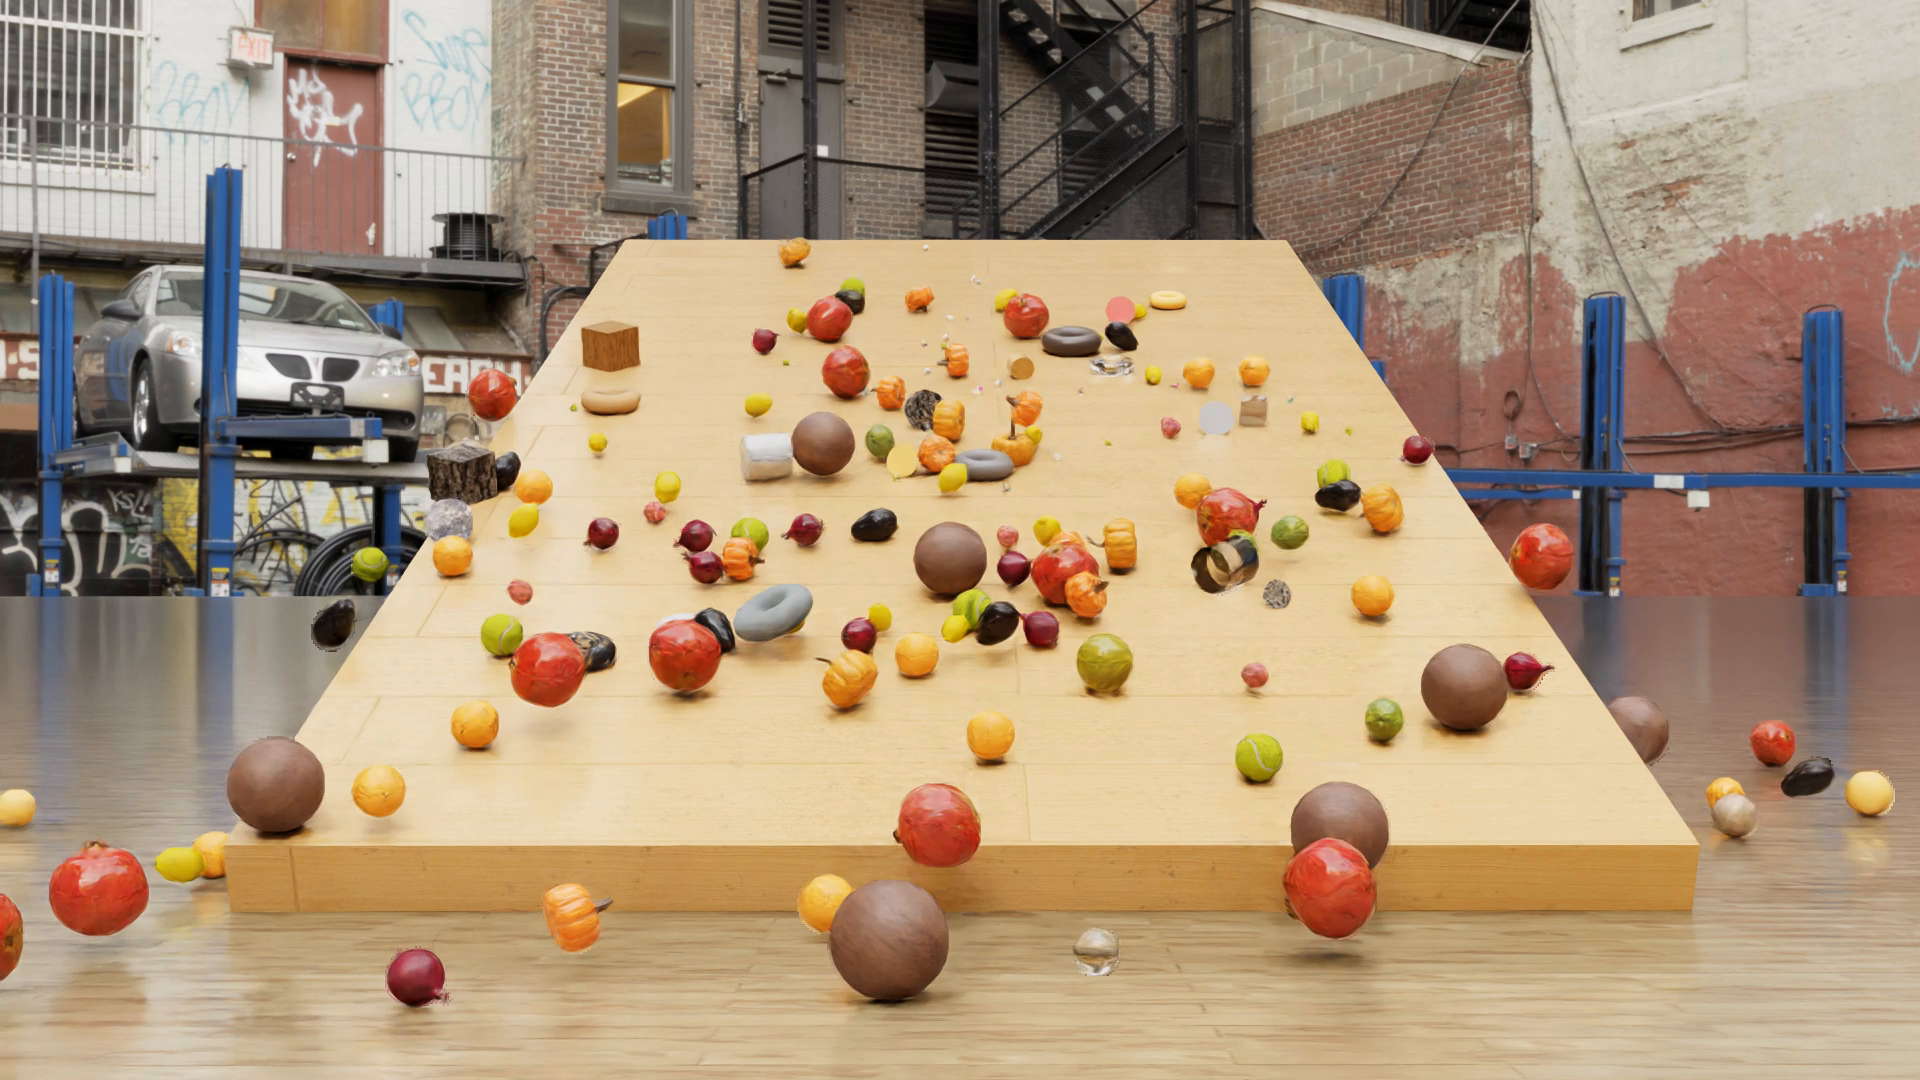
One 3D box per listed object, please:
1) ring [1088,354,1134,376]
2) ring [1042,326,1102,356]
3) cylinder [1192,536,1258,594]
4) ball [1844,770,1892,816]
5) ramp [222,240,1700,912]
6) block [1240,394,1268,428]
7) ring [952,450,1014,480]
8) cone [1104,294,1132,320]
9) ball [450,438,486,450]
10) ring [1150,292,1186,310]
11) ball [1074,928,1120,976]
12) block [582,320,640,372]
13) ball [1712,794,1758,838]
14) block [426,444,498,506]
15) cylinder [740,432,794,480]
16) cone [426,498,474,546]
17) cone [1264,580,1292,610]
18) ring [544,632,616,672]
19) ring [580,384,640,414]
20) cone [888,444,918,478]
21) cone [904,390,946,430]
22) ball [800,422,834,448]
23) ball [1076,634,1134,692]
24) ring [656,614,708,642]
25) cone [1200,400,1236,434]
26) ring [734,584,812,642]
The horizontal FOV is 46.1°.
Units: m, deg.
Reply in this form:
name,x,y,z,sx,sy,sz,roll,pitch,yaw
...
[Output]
name,x,y,z,sx,sy,sz,roll,pitch,yaw
ring,0.361,-0.416,5.373,0.108,0.036,0.108,1,19,0
ring,0.275,-0.490,5.563,0.148,0.049,0.148,-1,20,0
cylinder,0.468,0.044,3.983,0.085,0.085,0.085,-1,13,44
ball,1.770,0.493,4.395,0.087,0.087,0.087,0,-1,0
ramp,-0.004,-0.200,4.959,2.000,0.100,4.000,0,19,0
block,0.646,-0.284,4.962,0.057,0.057,0.057,4,20,11
ring,0.048,-0.154,4.613,0.126,0.042,0.126,1,18,0
cone,0.415,-0.587,5.863,0.077,0.077,0.077,0,-24,13
ball,-1.000,-0.165,4.574,0.084,0.084,0.084,0,-1,0
ring,0.554,-0.638,6.011,0.101,0.034,0.101,1,21,0
ball,0.156,0.470,2.573,0.053,0.053,0.053,0,-1,0
block,-0.838,-0.465,5.415,0.096,0.096,0.096,15,24,37
ball,1.376,0.489,4.007,0.078,0.078,0.078,0,-1,0
block,-0.983,-0.127,4.454,0.092,0.092,0.092,13,23,33
cylinder,-0.392,-0.169,4.571,0.090,0.090,0.090,-6,1,-16
cone,-0.953,-0.028,4.248,0.090,0.090,0.090,0,-7,-2
cone,0.543,0.098,3.923,0.051,0.051,0.051,0,-8,-11
ring,-0.615,0.182,3.655,0.116,0.039,0.116,1,19,0
ring,-0.786,-0.316,5.068,0.134,0.045,0.134,1,18,0
cone,-0.103,-0.156,4.633,0.070,0.070,0.070,-1,-11,24
cone,-0.080,-0.277,4.965,0.090,0.090,0.090,0,-7,-6
ball,-0.305,-0.215,4.815,0.070,0.070,0.070,0,-1,0
ball,0.227,0.192,3.549,0.091,0.091,0.091,0,-1,0
ring,-0.464,0.147,3.769,0.086,0.029,0.086,0,19,0
cone,0.554,-0.258,4.923,0.078,0.078,0.078,0,-14,-4
ring,-0.306,0.119,3.687,0.139,0.046,0.139,-21,21,9
